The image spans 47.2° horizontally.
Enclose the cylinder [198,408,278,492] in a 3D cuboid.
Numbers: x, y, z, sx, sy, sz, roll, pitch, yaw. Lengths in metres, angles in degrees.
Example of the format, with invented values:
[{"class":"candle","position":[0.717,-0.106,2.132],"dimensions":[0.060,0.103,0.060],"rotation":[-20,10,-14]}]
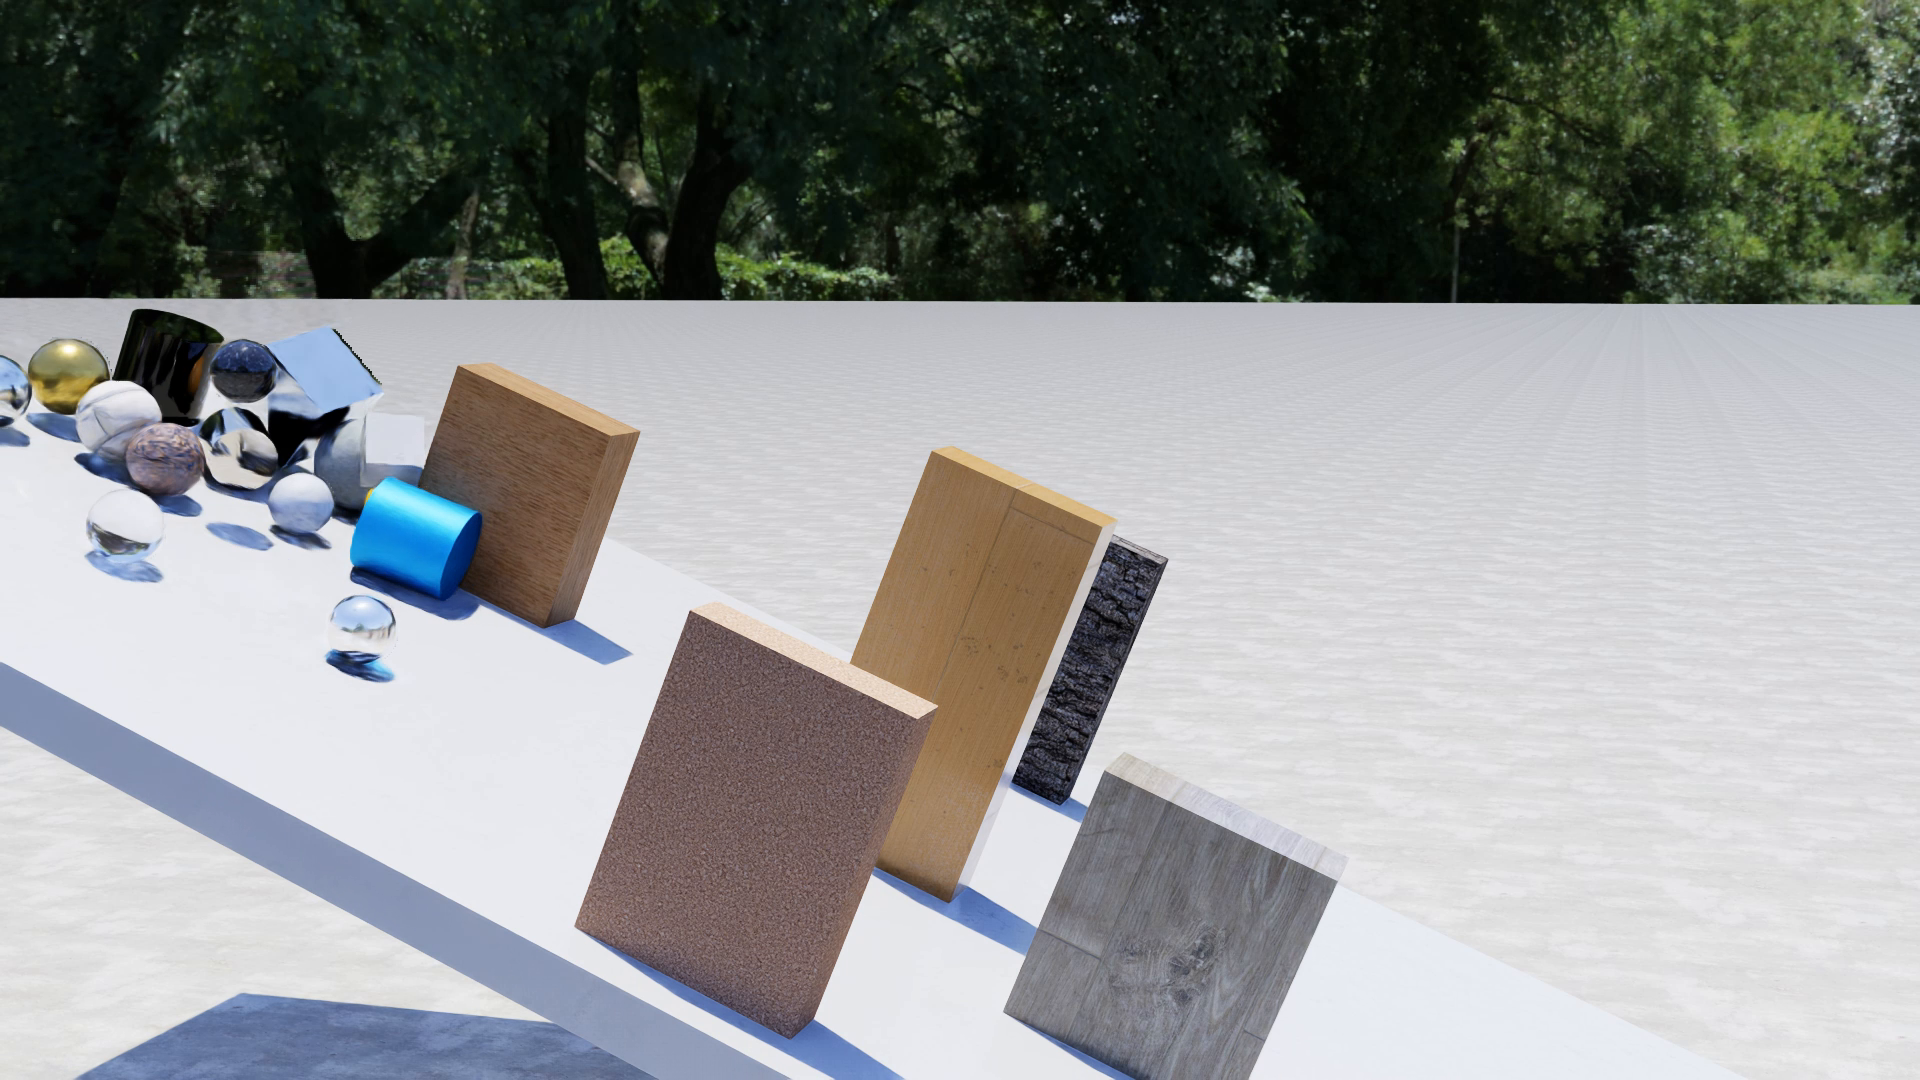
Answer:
[{"class":"cylinder","position":[-1.543,-0.194,4.700],"dimensions":[0.141,0.141,0.141],"rotation":[-3,23,-26]}]

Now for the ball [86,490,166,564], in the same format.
[{"class":"ball","position":[-1.530,-0.025,4.031],"dimensions":[0.137,0.137,0.137],"rotation":[0,7,0]}]

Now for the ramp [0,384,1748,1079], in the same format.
[{"class":"ramp","position":[-0.308,0.547,4.195],"dimensions":[4.000,0.100,2.000],"rotation":[24,13,13]}]

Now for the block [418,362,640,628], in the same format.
[{"class":"block","position":[-0.931,-0.097,4.622],"dimensions":[0.372,0.436,0.142],"rotation":[24,13,13]}]

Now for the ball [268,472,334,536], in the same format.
[{"class":"ball","position":[-1.358,-0.074,4.533],"dimensions":[0.129,0.129,0.129],"rotation":[0,7,0]}]

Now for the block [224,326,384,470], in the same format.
[{"class":"block","position":[-1.441,-0.315,4.840],"dimensions":[0.197,0.197,0.197],"rotation":[-43,-5,32]}]

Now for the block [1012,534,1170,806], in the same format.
[{"class":"block","position":[0.196,0.244,4.733],"dimensions":[0.302,0.573,0.087],"rotation":[24,13,13]}]

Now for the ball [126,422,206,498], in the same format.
[{"class":"ball","position":[-1.605,-0.162,4.444],"dimensions":[0.152,0.152,0.152],"rotation":[0,7,0]}]

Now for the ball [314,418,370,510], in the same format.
[{"class":"ball","position":[-1.311,-0.165,4.816],"dimensions":[0.203,0.203,0.203],"rotation":[0,7,0]}]

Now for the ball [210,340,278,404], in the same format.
[{"class":"ball","position":[-1.433,-0.336,4.397],"dimensions":[0.129,0.129,0.129],"rotation":[0,7,0]}]

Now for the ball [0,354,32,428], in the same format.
[{"class":"ball","position":[-1.957,-0.301,4.442],"dimensions":[0.152,0.152,0.152],"rotation":[0,7,0]}]

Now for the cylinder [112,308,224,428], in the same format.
[{"class":"cylinder","position":[-1.790,-0.388,4.955],"dimensions":[0.204,0.204,0.204],"rotation":[20,13,-5]}]

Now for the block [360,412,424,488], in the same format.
[{"class":"block","position":[-1.188,-0.184,4.595],"dimensions":[0.116,0.116,0.116],"rotation":[4,-26,-21]}]

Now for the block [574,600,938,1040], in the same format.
[{"class":"block","position":[-0.309,0.416,3.288],"dimensions":[0.379,0.535,0.099],"rotation":[24,13,13]}]

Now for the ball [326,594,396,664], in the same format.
[{"class":"ball","position":[-1.089,0.162,4.000],"dimensions":[0.126,0.126,0.126],"rotation":[0,7,0]}]

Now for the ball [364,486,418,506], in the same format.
[{"class":"ball","position":[-1.208,-0.067,4.721],"dimensions":[0.140,0.140,0.140],"rotation":[0,7,0]}]

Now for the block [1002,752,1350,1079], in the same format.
[{"class":"block","position":[0.351,0.647,3.598],"dimensions":[0.406,0.451,0.145],"rotation":[24,13,13]}]

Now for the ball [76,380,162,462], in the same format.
[{"class":"ball","position":[-1.725,-0.245,4.510],"dimensions":[0.167,0.167,0.167],"rotation":[0,7,0]}]

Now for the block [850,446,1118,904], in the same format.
[{"class":"block","position":[-0.017,0.243,3.990],"dimensions":[0.336,0.749,0.121],"rotation":[24,13,13]}]

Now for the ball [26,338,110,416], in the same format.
[{"class":"ball","position":[-1.879,-0.344,4.635],"dimensions":[0.163,0.163,0.163],"rotation":[0,7,0]}]

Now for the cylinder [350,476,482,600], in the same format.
[{"class":"cylinder","position":[-1.110,-0.002,4.490],"dimensions":[0.195,0.195,0.195],"rotation":[22,8,1]}]
